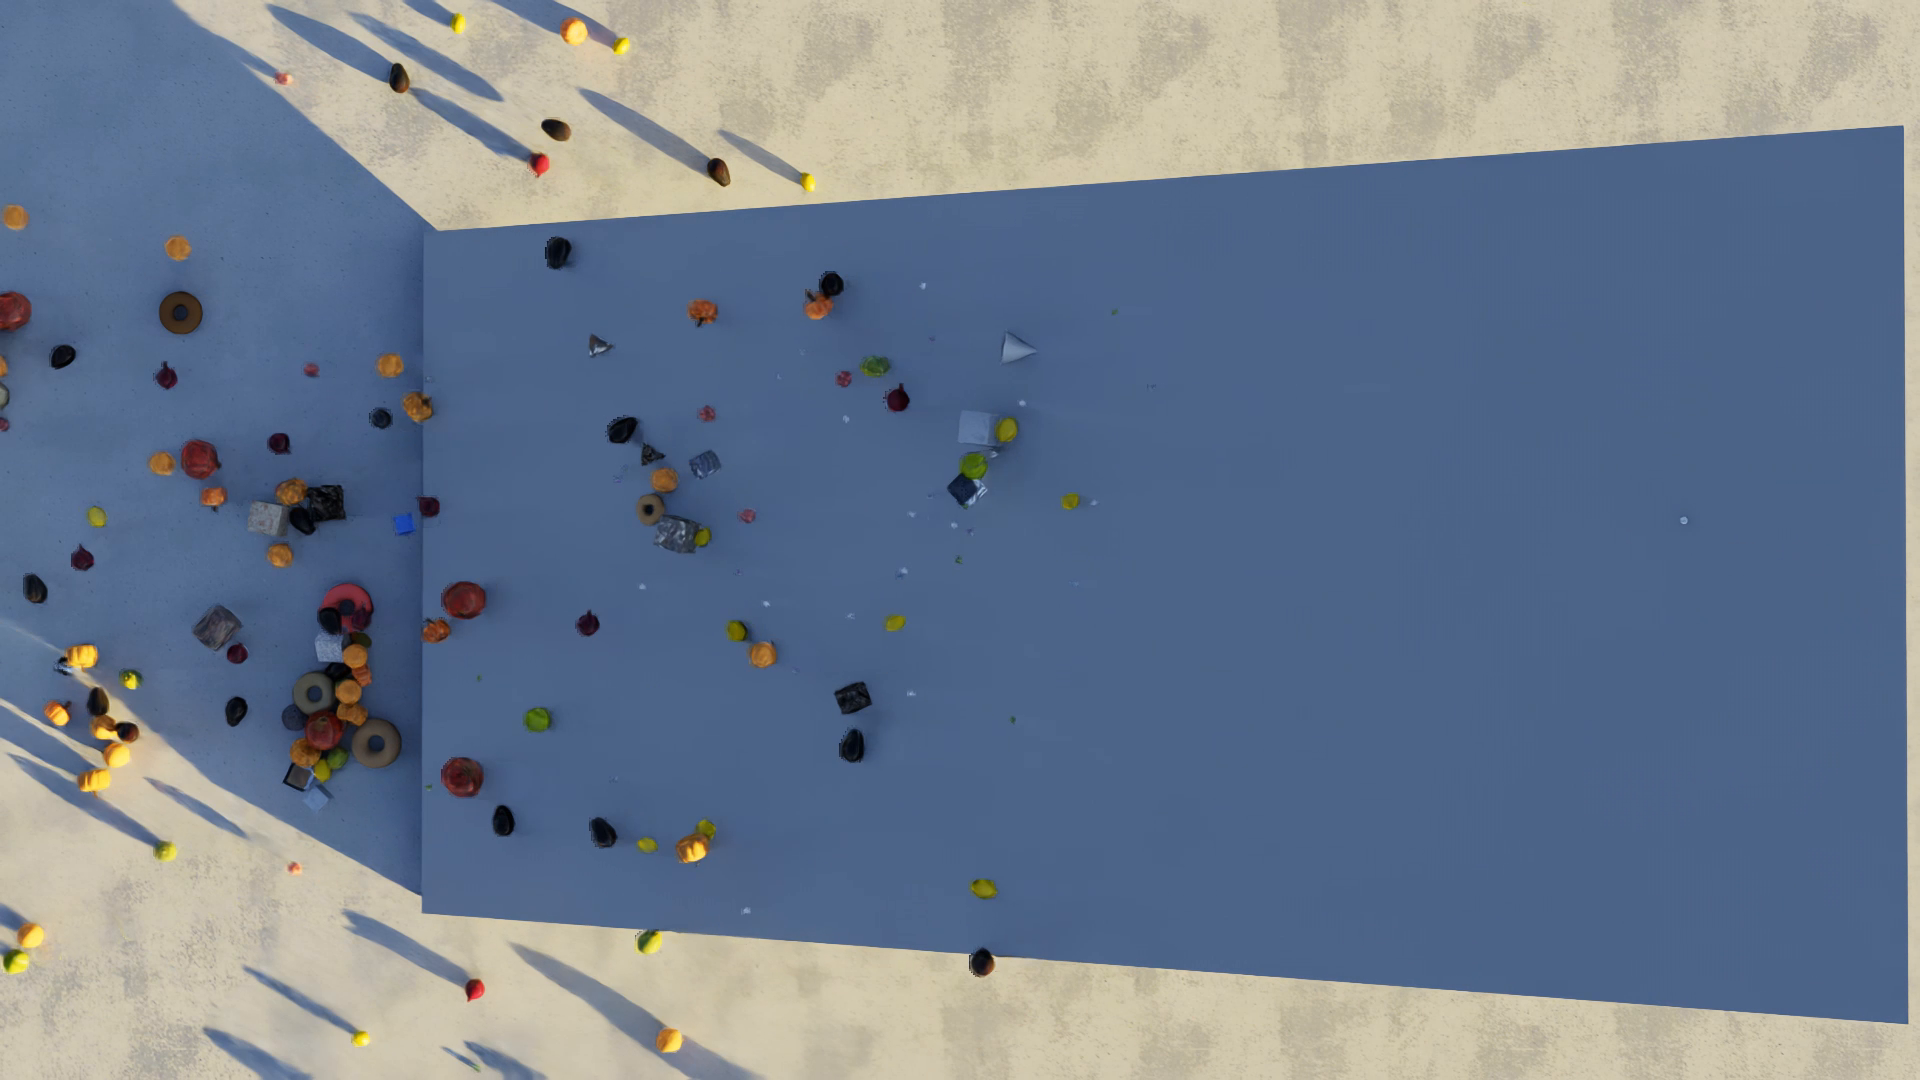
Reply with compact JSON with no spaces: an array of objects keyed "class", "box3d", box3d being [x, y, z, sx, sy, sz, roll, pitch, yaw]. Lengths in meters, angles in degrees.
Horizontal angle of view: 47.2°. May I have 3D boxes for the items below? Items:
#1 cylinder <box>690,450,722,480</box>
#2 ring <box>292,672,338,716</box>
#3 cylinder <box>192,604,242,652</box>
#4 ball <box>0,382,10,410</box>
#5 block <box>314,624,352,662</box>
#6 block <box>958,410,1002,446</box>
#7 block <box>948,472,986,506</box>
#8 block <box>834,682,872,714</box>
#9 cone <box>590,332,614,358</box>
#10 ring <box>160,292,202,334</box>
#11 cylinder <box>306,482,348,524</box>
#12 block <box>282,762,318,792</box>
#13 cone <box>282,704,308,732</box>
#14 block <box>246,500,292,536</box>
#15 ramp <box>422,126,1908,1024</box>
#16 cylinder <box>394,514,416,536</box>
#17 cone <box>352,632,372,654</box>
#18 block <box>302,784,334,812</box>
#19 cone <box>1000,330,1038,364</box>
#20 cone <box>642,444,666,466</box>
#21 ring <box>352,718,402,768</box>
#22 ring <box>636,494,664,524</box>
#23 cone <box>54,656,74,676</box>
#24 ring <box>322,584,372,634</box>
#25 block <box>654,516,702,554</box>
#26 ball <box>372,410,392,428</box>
[{"class":"cylinder","box3d":[-0.688,-0.203,5.947,0.061,0.061,0.061,-28,89,-25]},{"class":"ring","box3d":[-1.912,0.456,6.520,0.134,0.045,0.134,0,89,1]},{"class":"cylinder","box3d":[-2.193,0.261,6.495,0.100,0.100,0.100,44,89,0]},{"class":"ball","box3d":[-2.861,-0.426,6.506,0.094,0.094,0.094,0,89,0]},{"class":"block","box3d":[-1.849,0.306,6.489,0.077,0.077,0.077,4,131,1]},{"class":"block","box3d":[0.052,-0.290,5.721,0.083,0.083,0.083,7,92,23]},{"class":"block","box3d":[0.018,-0.133,5.744,0.064,0.064,0.064,-45,74,16]},{"class":"block","box3d":[-0.285,0.422,5.867,0.064,0.064,0.064,-27,79,20]},{"class":"cone","box3d":[-1.007,-0.549,6.203,0.069,0.069,0.069,2,89,-4]},{"class":"ring","box3d":[-2.315,-0.675,6.535,0.128,0.043,0.128,0,90,0]},{"class":"cylinder","box3d":[-1.871,-0.109,6.494,0.099,0.099,0.099,-12,106,0]},{"class":"block","box3d":[-1.953,0.700,6.507,0.064,0.064,0.064,25,89,0]},{"class":"cone","box3d":[-1.977,0.527,6.500,0.082,0.082,0.082,0,89,0]},{"class":"block","box3d":[-2.043,-0.063,6.503,0.091,0.091,0.091,11,89,0]},{"class":"ramp","box3d":[0.283,0.085,5.718,4.000,0.100,2.000,0,89,23]},{"class":"cylinder","box3d":[-1.628,-0.044,6.447,0.051,0.051,0.051,-16,84,0]},{"class":"cone","box3d":[-1.792,0.317,6.529,0.066,0.066,0.066,41,116,0]},{"class":"block","box3d":[-1.899,0.765,6.509,0.058,0.058,0.058,44,89,0]},{"class":"cone","box3d":[0.157,-0.495,5.702,0.093,0.093,0.093,7,89,-4]},{"class":"cone","box3d":[-0.852,-0.235,6.134,0.065,0.065,0.065,5,89,-4]},{"class":"ring","box3d":[-1.729,0.603,6.516,0.149,0.050,0.149,0,90,0]},{"class":"ring","box3d":[-0.864,-0.086,6.138,0.089,0.030,0.089,0,89,22]},{"class":"cone","box3d":[-2.676,0.380,6.530,0.057,0.057,0.057,-17,89,26]},{"class":"ring","box3d":[-1.817,0.203,6.520,0.150,0.050,0.150,0,91,0]},{"class":"block","box3d":[-0.779,-0.015,6.071,0.084,0.084,0.084,17,96,22]},{"class":"ball","box3d":[-1.708,-0.357,6.496,0.056,0.056,0.056,0,89,0]}]
